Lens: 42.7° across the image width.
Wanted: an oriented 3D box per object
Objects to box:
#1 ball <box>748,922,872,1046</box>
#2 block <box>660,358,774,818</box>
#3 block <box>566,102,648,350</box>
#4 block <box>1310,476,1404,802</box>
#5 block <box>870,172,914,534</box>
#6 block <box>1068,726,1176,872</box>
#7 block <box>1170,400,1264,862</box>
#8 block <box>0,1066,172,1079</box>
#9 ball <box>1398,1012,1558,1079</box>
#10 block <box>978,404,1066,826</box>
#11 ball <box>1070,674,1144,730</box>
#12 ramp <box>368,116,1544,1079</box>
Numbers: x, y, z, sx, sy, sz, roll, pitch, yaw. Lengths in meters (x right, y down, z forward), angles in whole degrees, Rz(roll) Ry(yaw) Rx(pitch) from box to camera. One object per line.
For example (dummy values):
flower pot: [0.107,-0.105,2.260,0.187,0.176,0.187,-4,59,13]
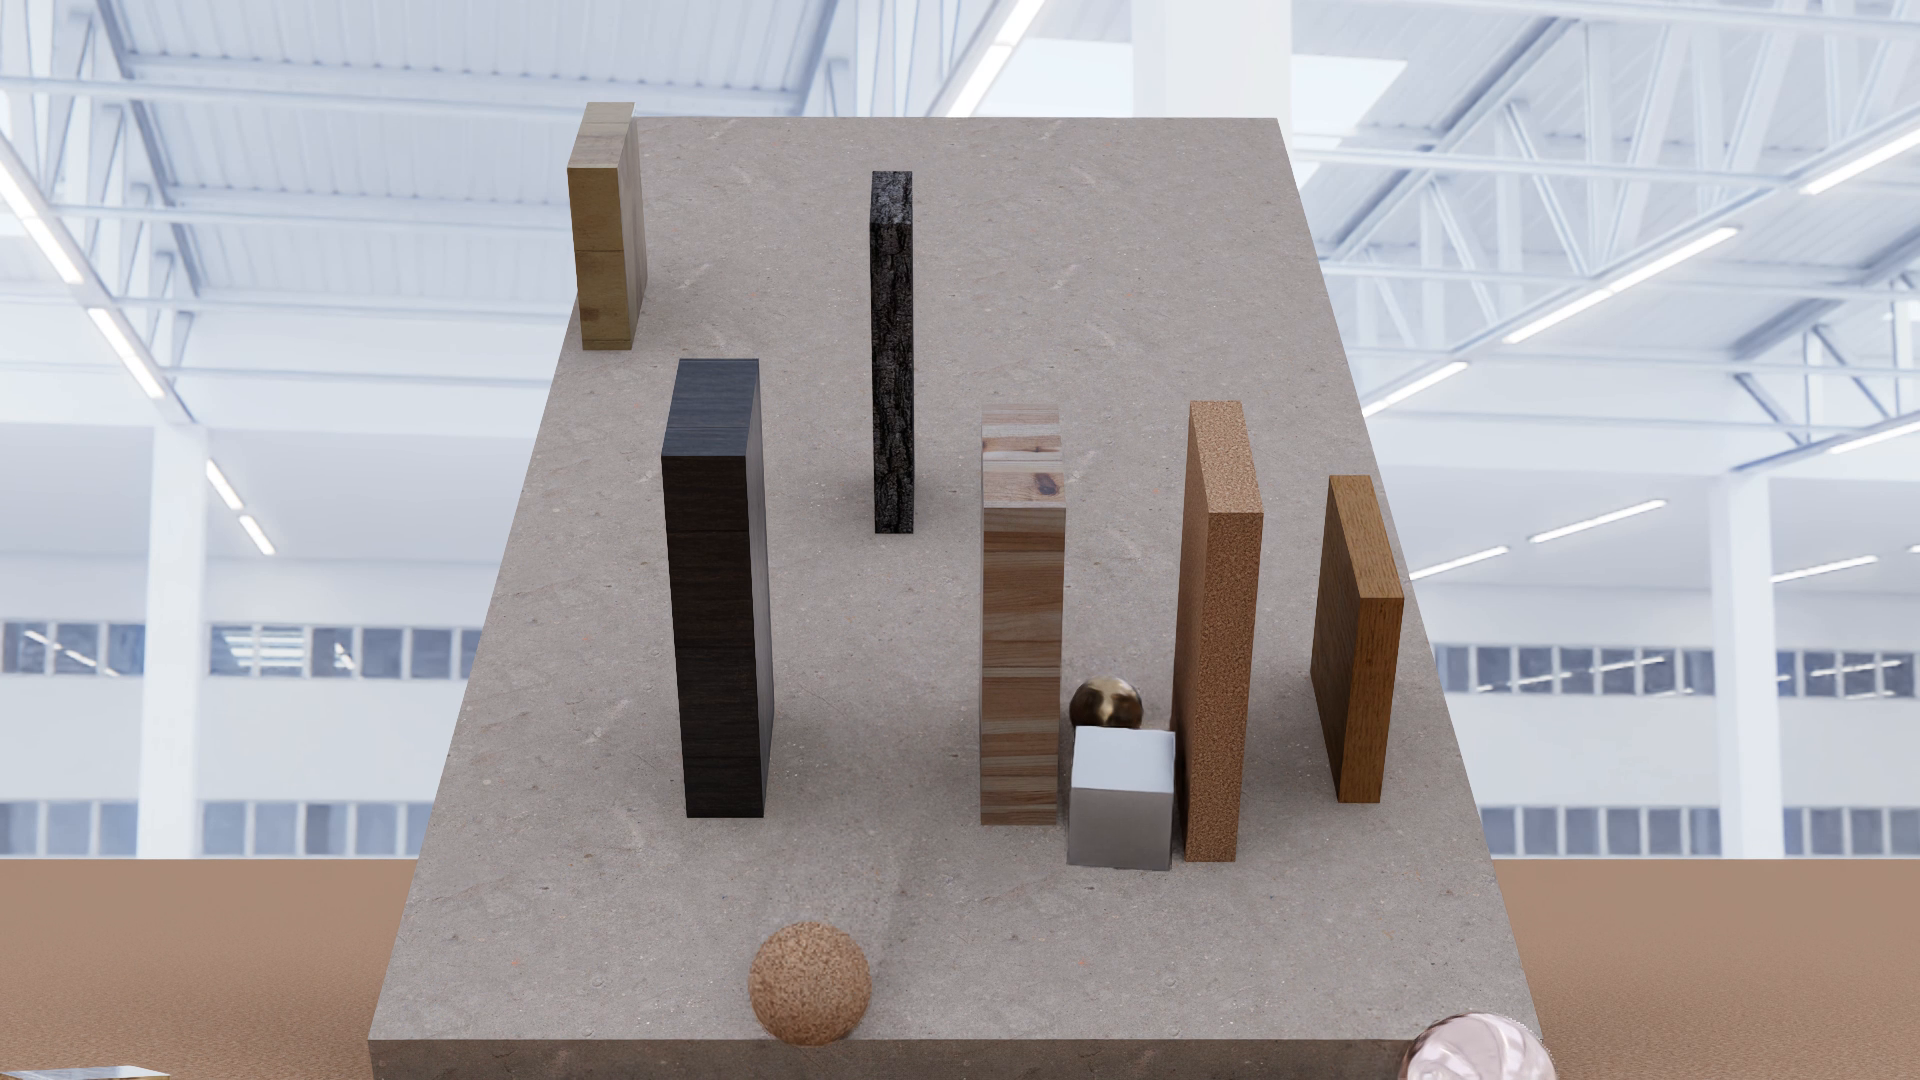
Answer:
ball: [-0.253,0.748,4.135,0.208,0.208,0.208,0,-7,0]
block: [-0.446,0.096,4.605,0.146,0.800,0.354,0,33,0]
block: [-0.900,-0.808,6.296,0.123,0.503,0.414,0,33,0]
block: [0.767,0.189,4.770,0.080,0.475,0.432,0,33,0]
block: [-0.148,-0.408,5.430,0.086,0.766,0.265,0,33,0]
block: [0.302,0.482,4.576,0.186,0.186,0.186,3,33,4]
block: [0.466,0.172,4.523,0.093,0.766,0.387,0,33,0]
block: [-0.975,0.667,2.721,0.148,0.148,0.148,5,-9,-35]
ball: [0.635,0.680,3.012,0.197,0.197,0.197,0,-7,0]
block: [0.111,0.143,4.619,0.143,0.710,0.368,0,33,0]
ball: [0.289,0.338,4.840,0.145,0.145,0.145,0,-7,0]
ramp: [-0.015,-0.184,5.884,2.000,0.100,4.000,0,33,0]
